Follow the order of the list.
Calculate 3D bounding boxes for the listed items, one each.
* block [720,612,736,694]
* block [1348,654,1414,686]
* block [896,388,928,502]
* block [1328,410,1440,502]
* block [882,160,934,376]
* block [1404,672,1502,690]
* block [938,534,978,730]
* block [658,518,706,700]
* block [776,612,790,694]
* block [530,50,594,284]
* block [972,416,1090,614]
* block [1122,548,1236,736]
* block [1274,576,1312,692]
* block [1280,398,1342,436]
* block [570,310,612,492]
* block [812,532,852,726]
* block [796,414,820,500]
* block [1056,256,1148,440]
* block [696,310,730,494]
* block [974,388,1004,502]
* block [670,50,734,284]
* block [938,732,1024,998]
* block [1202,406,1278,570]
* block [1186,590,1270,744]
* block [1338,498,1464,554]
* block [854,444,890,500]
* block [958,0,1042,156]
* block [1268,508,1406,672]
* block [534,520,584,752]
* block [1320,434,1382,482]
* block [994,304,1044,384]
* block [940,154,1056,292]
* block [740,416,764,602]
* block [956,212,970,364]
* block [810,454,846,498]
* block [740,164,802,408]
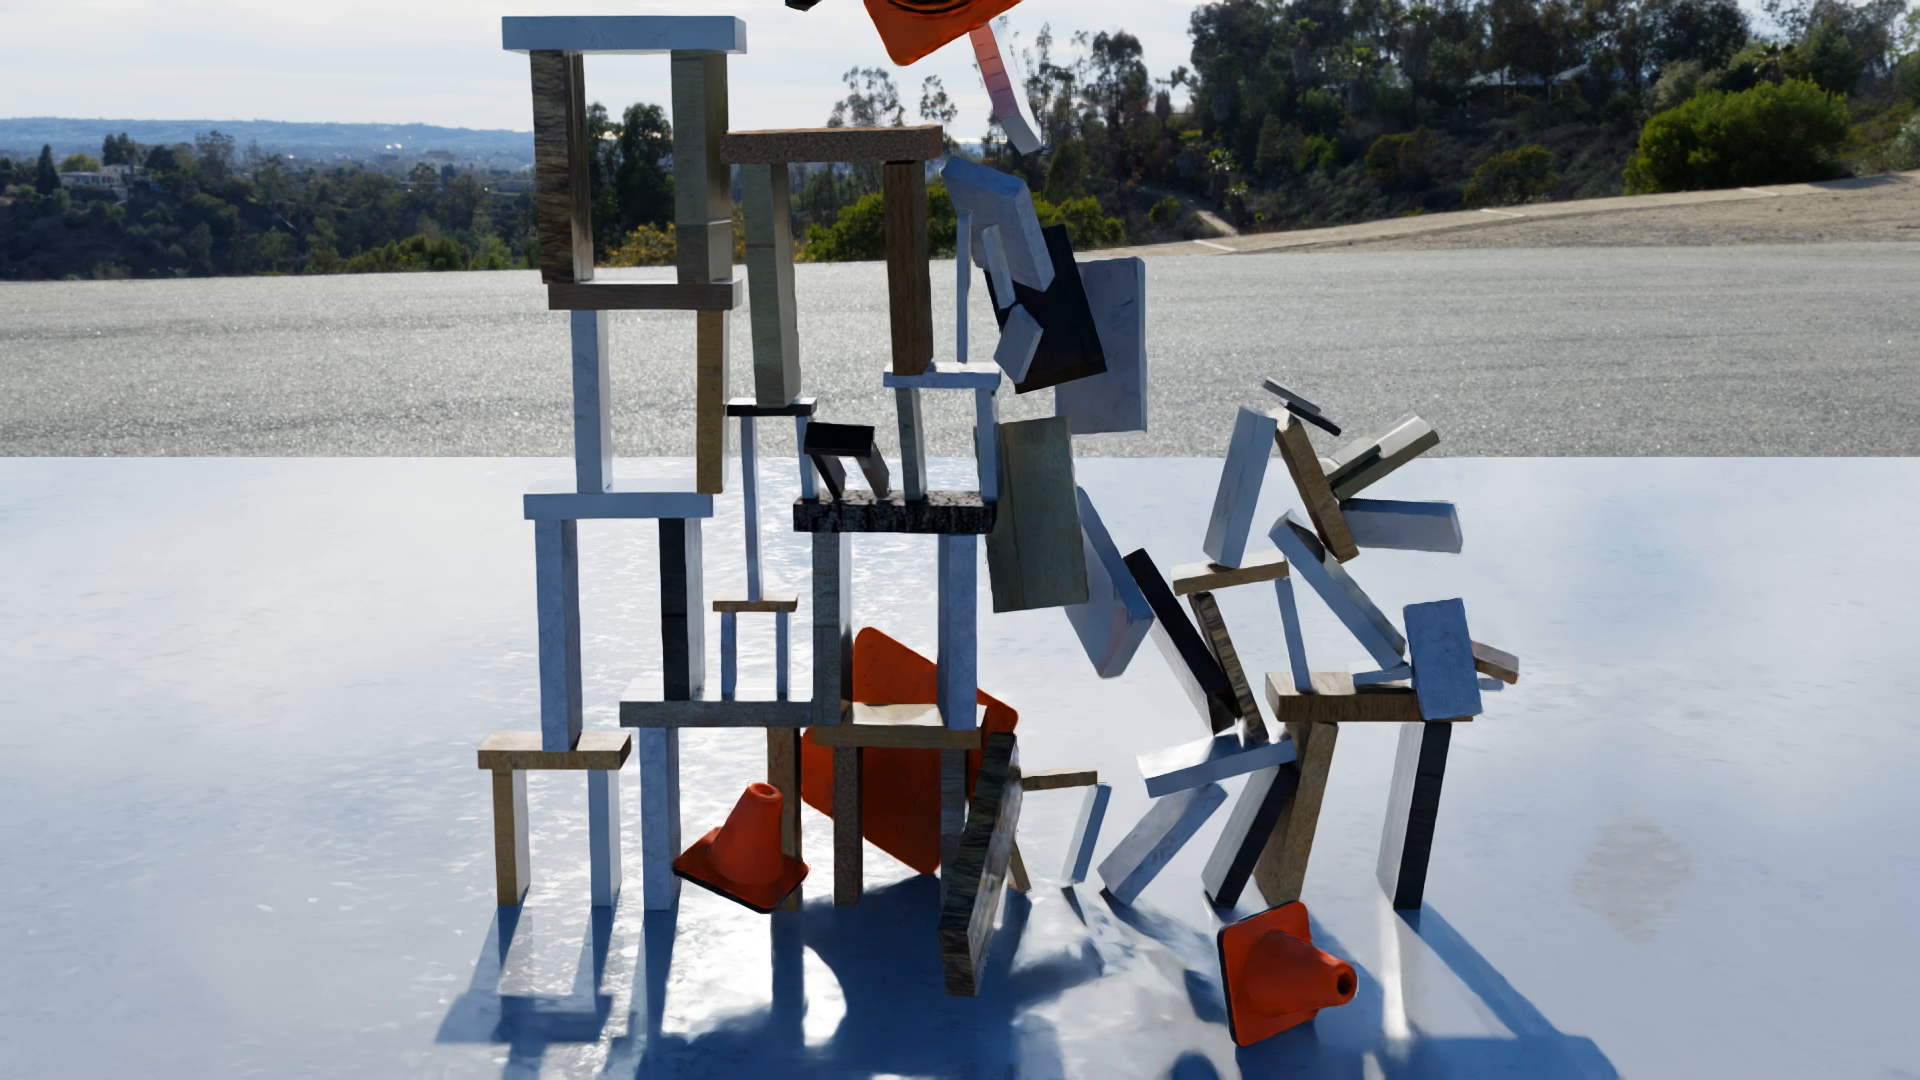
[{"bbox_3d":[-0.378,0.177,3.598,0.019,0.134,0.067,1,10,0],"label":"block"},{"bbox_3d":[0.711,0.209,3.586,0.148,0.021,0.074,-8,10,6],"label":"block"},{"bbox_3d":[-0.077,-0.162,3.525,0.026,0.182,0.091,-3,14,7],"label":"block"},{"bbox_3d":[0.675,-0.135,3.564,0.187,0.027,0.094,-32,25,2],"label":"block"},{"bbox_3d":[-0.080,-0.433,3.451,0.046,0.324,0.162,-1,15,6],"label":"block"},{"bbox_3d":[0.805,0.226,3.596,0.148,0.021,0.074,0,11,2],"label":"block"},{"bbox_3d":[-0.005,0.135,3.554,0.045,0.315,0.157,-1,10,-7],"label":"block"},{"bbox_3d":[-0.452,0.097,3.581,0.042,0.297,0.148,0,10,4],"label":"block"},{"bbox_3d":[-0.289,0.177,3.599,0.019,0.134,0.067,1,10,0],"label":"block"},{"bbox_3d":[-0.621,-0.583,3.442,0.050,0.353,0.176,-1,10,1],"label":"block"},{"bbox_3d":[0.118,-0.042,3.652,0.156,0.311,0.044,-6,0,10],"label":"block"},{"bbox_3d":[0.367,0.170,3.698,0.043,0.150,0.301,-26,58,-6],"label":"block"},{"bbox_3d":[0.540,0.144,3.584,0.026,0.186,0.093,-11,9,7],"label":"block"},{"bbox_3d":[0.561,-0.198,3.518,0.099,0.014,0.049,28,12,-7],"label":"block"},{"bbox_3d":[-0.586,-0.228,3.506,0.041,0.286,0.143,-1,10,-2],"label":"block"},{"bbox_3d":[-0.208,0.129,3.582,0.045,0.315,0.158,1,10,4],"label":"block"},{"bbox_3d":[-0.245,-0.139,3.535,0.019,0.135,0.067,-3,13,6],"label":"block"},{"bbox_3d":[0.251,-0.341,3.923,0.156,0.311,0.044,-3,-7,20],"label":"block"},{"bbox_3d":[-0.391,-0.226,3.492,0.041,0.286,0.143,1,10,-2],"label":"block"},{"bbox_3d":[0.047,-0.158,3.526,0.026,0.182,0.091,-2,10,7],"label":"block"},{"bbox_3d":[-0.403,-0.584,3.445,0.050,0.353,0.176,1,10,6],"label":"block"},{"bbox_3d":[0.035,0.485,3.328,0.043,0.150,0.396,4,41,12],"label":"block"},{"bbox_3d":[0.451,-0.086,3.546,0.035,0.247,0.123,13,9,-8],"label":"block"},{"bbox_3d":[0.438,0.203,3.596,0.026,0.259,0.093,-23,10,-3],"label":"block"},{"bbox_3d":[0.714,-0.024,3.566,0.187,0.094,0.027,4,52,28],"label":"block"},{"bbox_3d":[-0.139,-0.120,3.498,0.015,0.106,0.053,-7,49,18],"label":"block"},{"bbox_3d":[0.060,-0.764,3.539,0.037,0.265,0.132,-21,-19,12],"label":"block"},{"bbox_3d":[0.615,0.080,3.579,0.035,0.291,0.123,-41,0,18],"label":"block"},{"bbox_3d":[-0.654,0.140,3.591,0.042,0.384,0.148,0,10,0],"label":"block"},{"bbox_3d":[0.626,-0.132,3.551,0.099,0.014,0.050,-32,25,-2],"label":"block"},{"bbox_3d":[0.091,-0.307,3.447,0.017,0.121,0.060,-25,64,-32],"label":"block"},{"bbox_3d":[0.063,-0.502,3.507,0.132,0.037,0.265,23,-19,23],"label":"block"},{"bbox_3d":[-0.336,-0.054,3.549,0.019,0.300,0.067,-1,10,0],"label":"block"},{"bbox_3d":[0.005,-0.393,3.432,0.017,0.226,0.060,2,25,3],"label":"block"},{"bbox_3d":[-0.209,-0.120,3.500,0.015,0.106,0.053,-8,49,17],"label":"block"},{"bbox_3d":[-0.297,-0.408,3.478,0.046,0.377,0.162,-1,13,5],"label":"block"}]
